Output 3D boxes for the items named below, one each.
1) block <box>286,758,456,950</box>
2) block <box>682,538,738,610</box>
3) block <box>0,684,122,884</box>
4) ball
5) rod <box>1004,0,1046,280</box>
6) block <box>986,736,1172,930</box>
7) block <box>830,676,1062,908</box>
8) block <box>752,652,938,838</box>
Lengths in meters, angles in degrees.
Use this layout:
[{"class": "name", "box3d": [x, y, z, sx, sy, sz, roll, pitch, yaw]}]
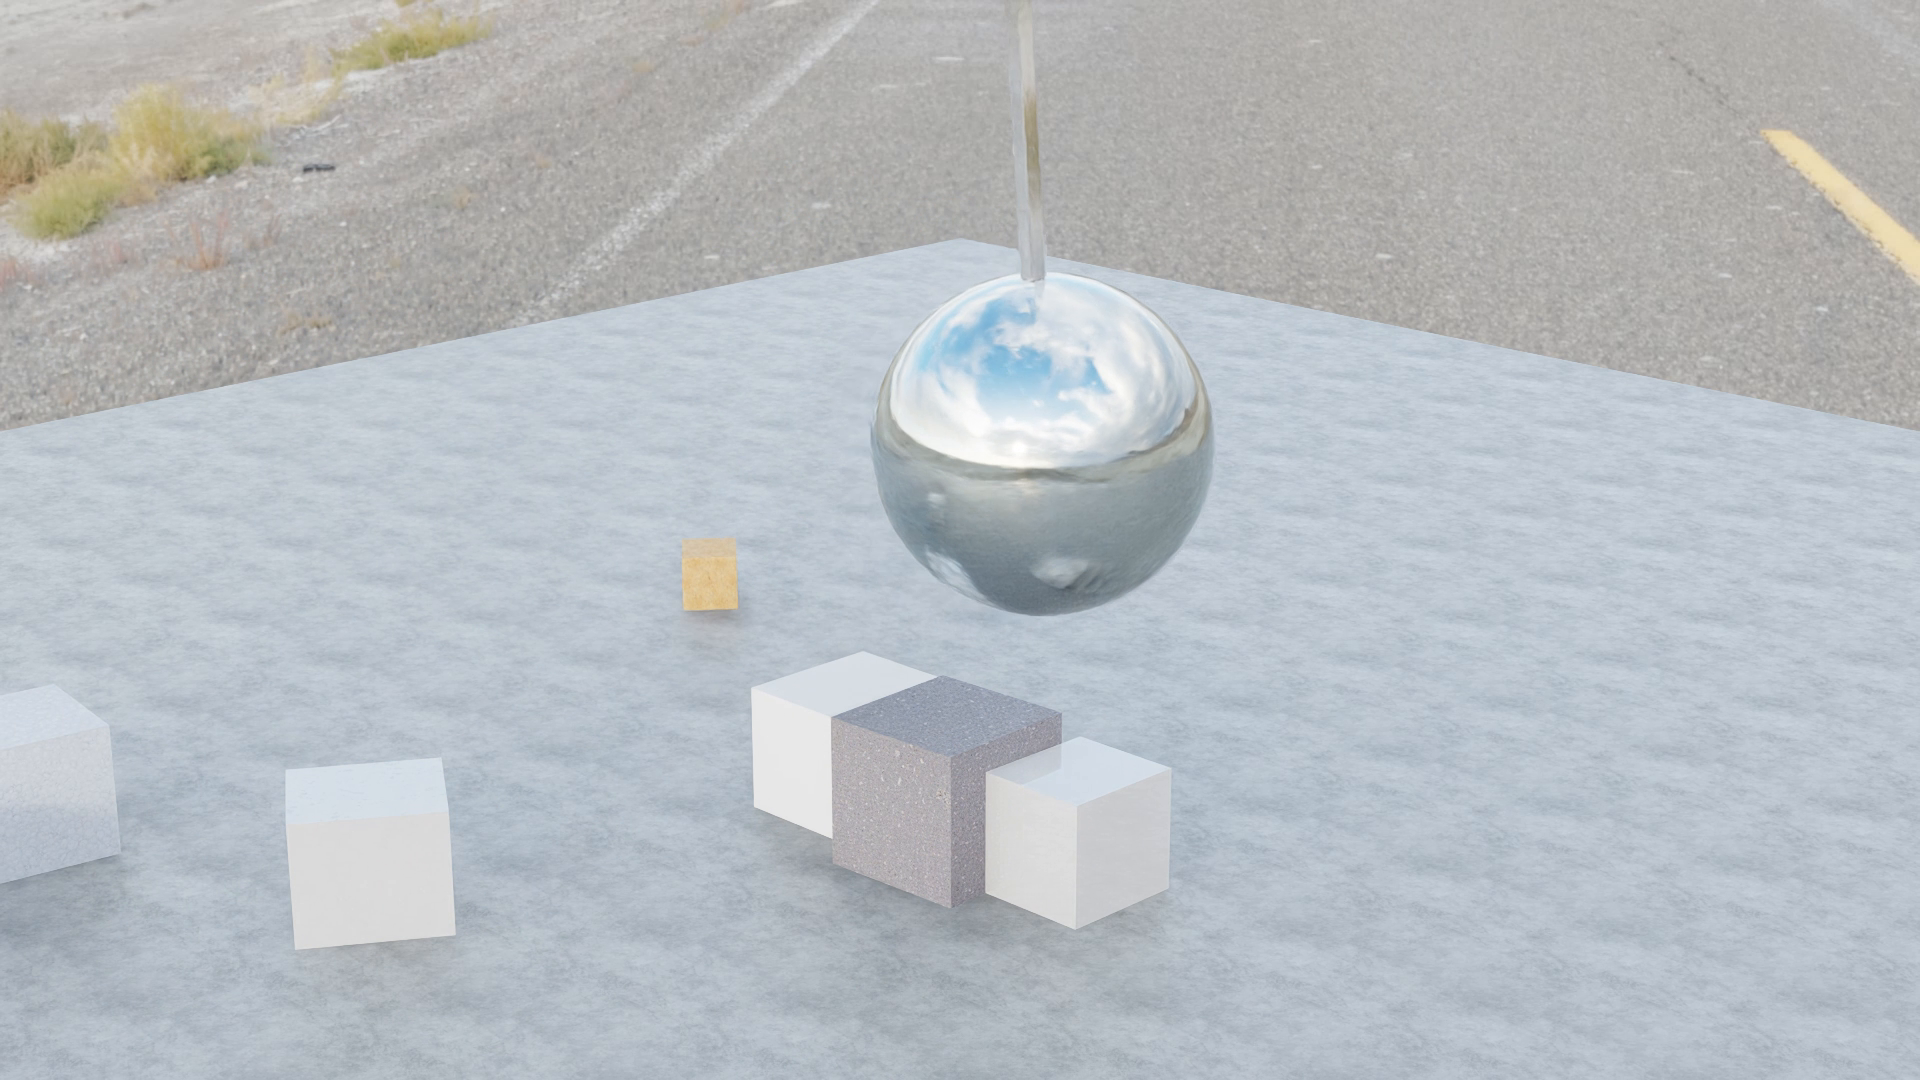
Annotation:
[{"class": "block", "box3d": [-2.613, 1.379, 12.980, 0.688, 0.585, 0.642, -4, 18, -12]}, {"class": "block", "box3d": [-1.467, 0.197, 17.185, 0.317, 0.319, 0.372, -2, 18, -5]}, {"class": "block", "box3d": [-4.378, 1.133, 13.673, 0.636, 0.639, 0.686, -13, 22, -35]}, {"class": "ball", "box3d": [0.385, -0.447, 13.604, 1.600, 1.600, 1.600, 0, 17, 0]}, {"class": "rod", "box3d": [0.167, -3.612, 12.381, 0.080, 5.200, 0.080, 17, 29, 42]}, {"class": "block", "box3d": [0.531, 1.309, 13.201, 0.622, 0.587, 0.556, -17, 24, -42]}, {"class": "block", "box3d": [-0.061, 1.144, 13.499, 0.741, 0.724, 0.754, 15, 23, 40]}, {"class": "block", "box3d": [-0.480, 1.000, 14.137, 0.735, 0.615, 0.736, 17, 24, 42]}]
